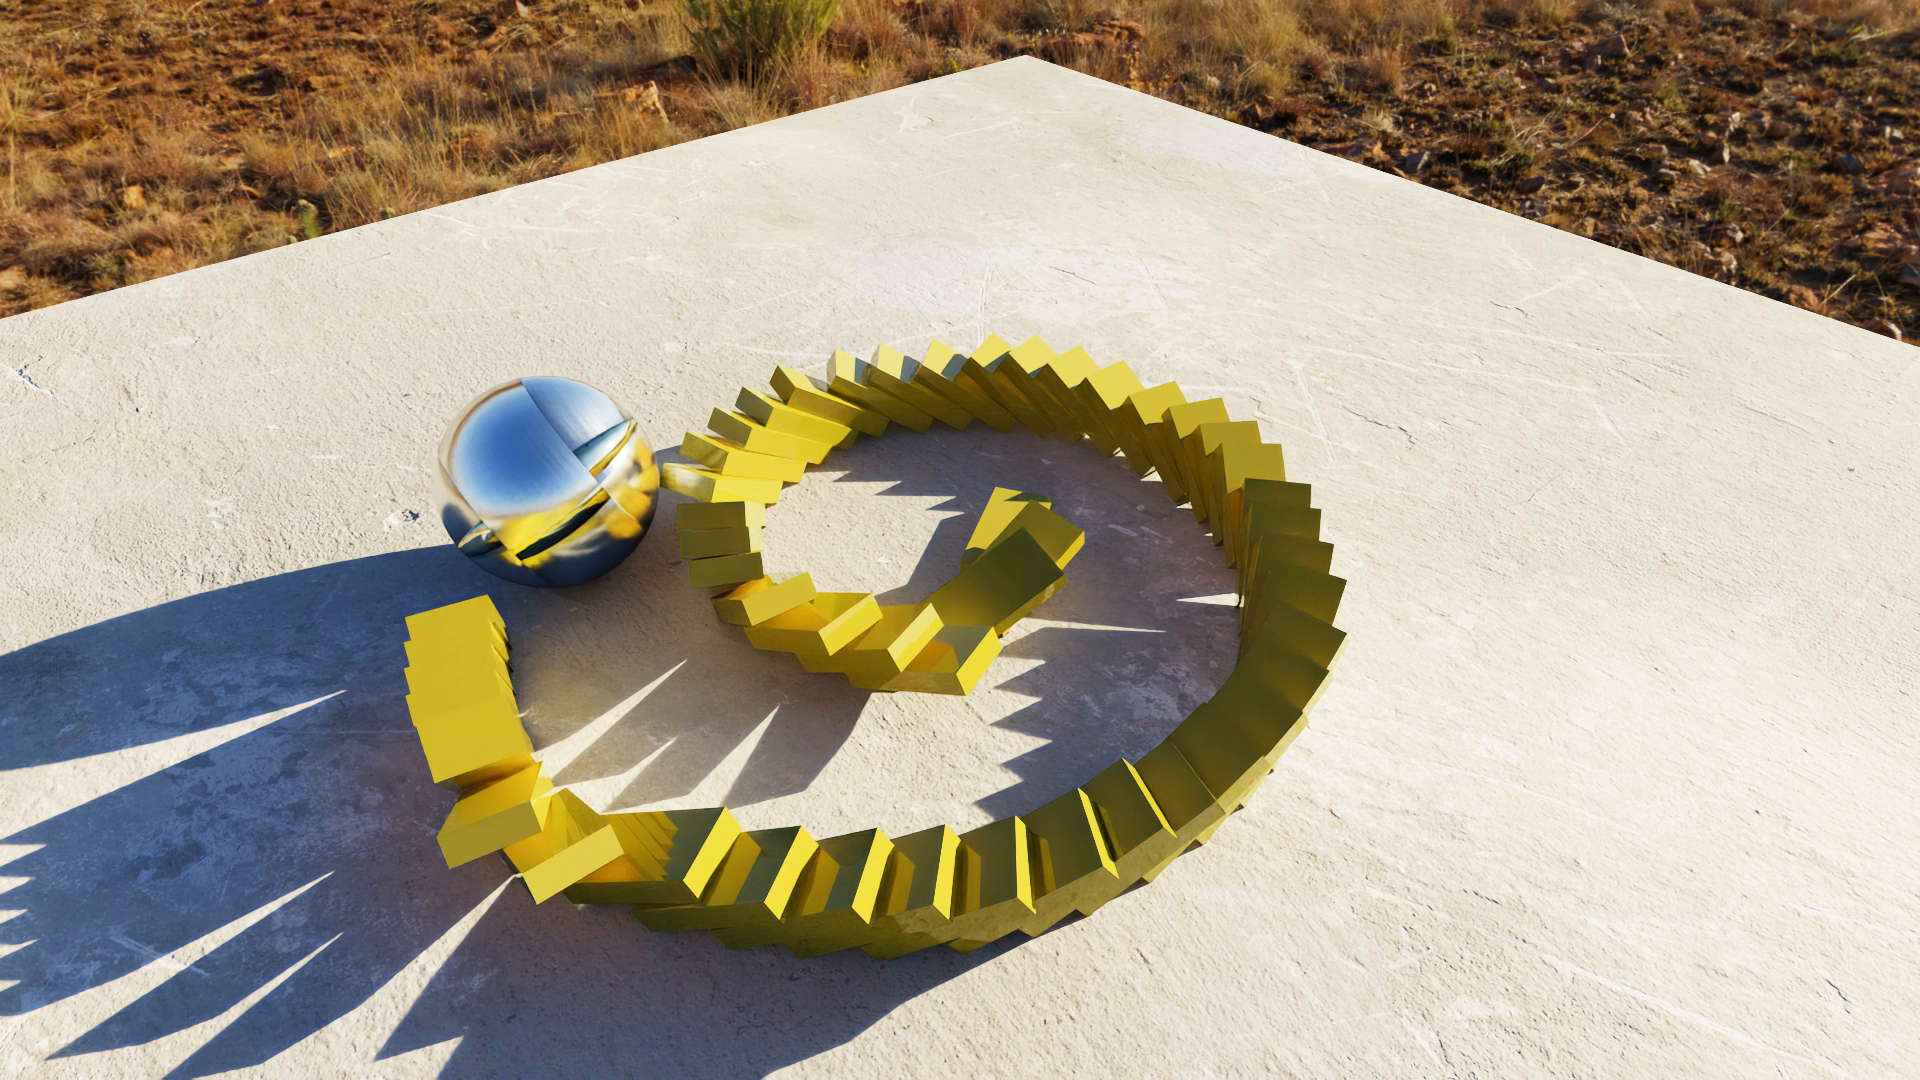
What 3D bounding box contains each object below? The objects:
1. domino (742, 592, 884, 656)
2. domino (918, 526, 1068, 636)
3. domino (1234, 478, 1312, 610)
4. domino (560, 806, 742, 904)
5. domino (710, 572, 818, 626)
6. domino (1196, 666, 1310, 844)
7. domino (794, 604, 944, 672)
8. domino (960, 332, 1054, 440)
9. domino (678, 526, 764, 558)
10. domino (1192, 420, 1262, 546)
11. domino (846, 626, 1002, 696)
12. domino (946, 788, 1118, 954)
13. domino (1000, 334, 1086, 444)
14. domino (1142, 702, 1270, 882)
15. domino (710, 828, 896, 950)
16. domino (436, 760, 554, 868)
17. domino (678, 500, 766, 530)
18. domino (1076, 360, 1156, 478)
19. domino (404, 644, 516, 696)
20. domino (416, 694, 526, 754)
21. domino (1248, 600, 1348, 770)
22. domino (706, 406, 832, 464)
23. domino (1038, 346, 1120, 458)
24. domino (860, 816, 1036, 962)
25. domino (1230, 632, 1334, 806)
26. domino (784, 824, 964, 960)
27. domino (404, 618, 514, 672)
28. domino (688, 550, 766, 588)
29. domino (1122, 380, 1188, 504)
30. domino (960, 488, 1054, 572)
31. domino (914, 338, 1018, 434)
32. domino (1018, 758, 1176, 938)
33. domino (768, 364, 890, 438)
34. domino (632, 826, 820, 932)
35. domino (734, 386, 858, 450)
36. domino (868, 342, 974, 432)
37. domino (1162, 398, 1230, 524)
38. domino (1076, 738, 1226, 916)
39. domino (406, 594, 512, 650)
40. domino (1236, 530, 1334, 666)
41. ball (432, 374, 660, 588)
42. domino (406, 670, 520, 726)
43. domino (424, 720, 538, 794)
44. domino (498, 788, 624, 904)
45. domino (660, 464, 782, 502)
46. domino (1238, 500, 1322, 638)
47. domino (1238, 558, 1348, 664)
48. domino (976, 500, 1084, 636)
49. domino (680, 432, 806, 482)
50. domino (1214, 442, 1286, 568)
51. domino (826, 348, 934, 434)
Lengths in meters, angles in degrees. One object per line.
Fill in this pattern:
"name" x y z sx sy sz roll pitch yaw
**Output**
"domino" -0.053 0.029 0.389 0.025 0.009 0.050 -36 21 -36
"domino" 0.011 0.020 0.400 0.050 0.010 0.025 -36 63 -7
"domino" 0.120 0.002 0.421 0.025 0.009 0.050 6 72 7
"domino" -0.090 0.091 0.316 0.050 0.009 0.025 -11 33 28
"domino" -0.071 0.021 0.395 0.025 0.009 0.050 -24 8 -23
"domino" 0.082 0.066 0.342 0.050 0.010 0.025 -48 52 -3
"domino" -0.032 0.034 0.381 0.050 0.009 0.025 -7 29 44
"domino" 0.027 -0.072 0.512 0.050 0.010 0.025 40 46 -3
"domino" -0.090 0.001 0.420 0.025 0.009 0.050 -5 1 -5
"domino" 0.113 -0.024 0.451 0.025 0.009 0.050 -4 73 -9
"domino" -0.013 0.041 0.379 0.050 0.010 0.025 -2 33 37
"domino" 0.017 0.093 0.308 0.050 0.010 0.025 -31 42 14
"domino" 0.044 -0.070 0.507 0.050 0.010 0.025 47 47 3
"domino" 0.066 0.076 0.332 0.050 0.010 0.025 -44 49 -2
"domino" -0.043 0.097 0.305 0.050 0.009 0.025 -19 31 28
"domino" -0.135 0.079 0.323 0.025 0.009 0.050 -20 7 -15
"domino" -0.093 -0.010 0.432 0.025 0.010 0.050 -2 1 -2
"domino" 0.077 -0.054 0.490 0.025 0.010 0.050 -27 77 -33
"domino" -0.161 0.046 0.358 0.025 0.050 0.010 -17 79 -20
"domino" -0.150 0.060 0.342 0.025 0.050 0.010 -18 80 -21
"domino" 0.105 0.048 0.365 0.025 0.010 0.050 28 80 30
"domino" -0.082 -0.045 0.476 0.025 0.010 0.050 29 12 32
"domino" 0.061 -0.063 0.500 0.025 0.009 0.050 -33 81 -39
"domino" -0.004 0.097 0.305 0.050 0.009 0.025 -25 36 21
"domino" 0.094 0.057 0.353 0.025 0.010 0.050 33 83 33
"domino" -0.024 0.098 0.305 0.050 0.010 0.025 -22 33 24
"domino" -0.166 0.039 0.367 0.025 0.050 0.009 -17 79 -20
"domino" -0.086 0.010 0.408 0.025 0.010 0.050 -8 2 -9
"domino" 0.093 -0.043 0.477 0.025 0.010 0.050 -19 73 -22
"domino" 0.020 -0.001 0.445 0.025 0.010 0.050 11 41 13
"domino" 0.005 -0.072 0.512 0.050 0.010 0.025 29 39 -11
"domino" 0.034 0.088 0.315 0.050 0.010 0.025 -38 45 8
"domino" -0.059 -0.063 0.498 0.050 0.010 0.025 16 21 -37
"domino" -0.066 0.095 0.309 0.050 0.009 0.025 -14 31 30
"domino" -0.072 -0.054 0.486 0.025 0.010 0.050 34 15 38
"domino" -0.018 -0.071 0.511 0.050 0.010 0.025 25 34 -18
"domino" 0.105 -0.034 0.464 0.025 0.010 0.050 -12 75 -15
"domino" 0.049 0.084 0.322 0.050 0.010 0.025 -38 45 3
"domino" -0.170 0.032 0.376 0.025 0.050 0.010 -17 79 -20
"domino" 0.116 0.024 0.393 0.025 0.009 0.050 12 76 13
"ball" -0.155 -0.022 0.414 0.080 0.080 0.080 0 39 0
"domino" -0.157 0.053 0.350 0.025 0.050 0.010 -17 79 -20
"domino" -0.144 0.067 0.334 0.025 0.050 0.010 -18 80 -21
"domino" -0.118 0.087 0.318 0.025 0.010 0.050 -28 15 -29
"domino" -0.097 -0.023 0.451 0.025 0.009 0.050 17 8 20
"domino" 0.118 0.012 0.407 0.025 0.010 0.050 7 75 7
"domino" 0.113 0.034 0.380 0.025 0.009 0.050 19 78 17
"domino" 0.022 0.010 0.417 0.025 0.010 0.050 33 68 24
"domino" -0.091 -0.035 0.465 0.025 0.010 0.050 26 12 28
"domino" 0.117 -0.014 0.438 0.025 0.010 0.050 1 72 -7
"domino" -0.037 -0.069 0.508 0.050 0.010 0.025 22 32 -23
